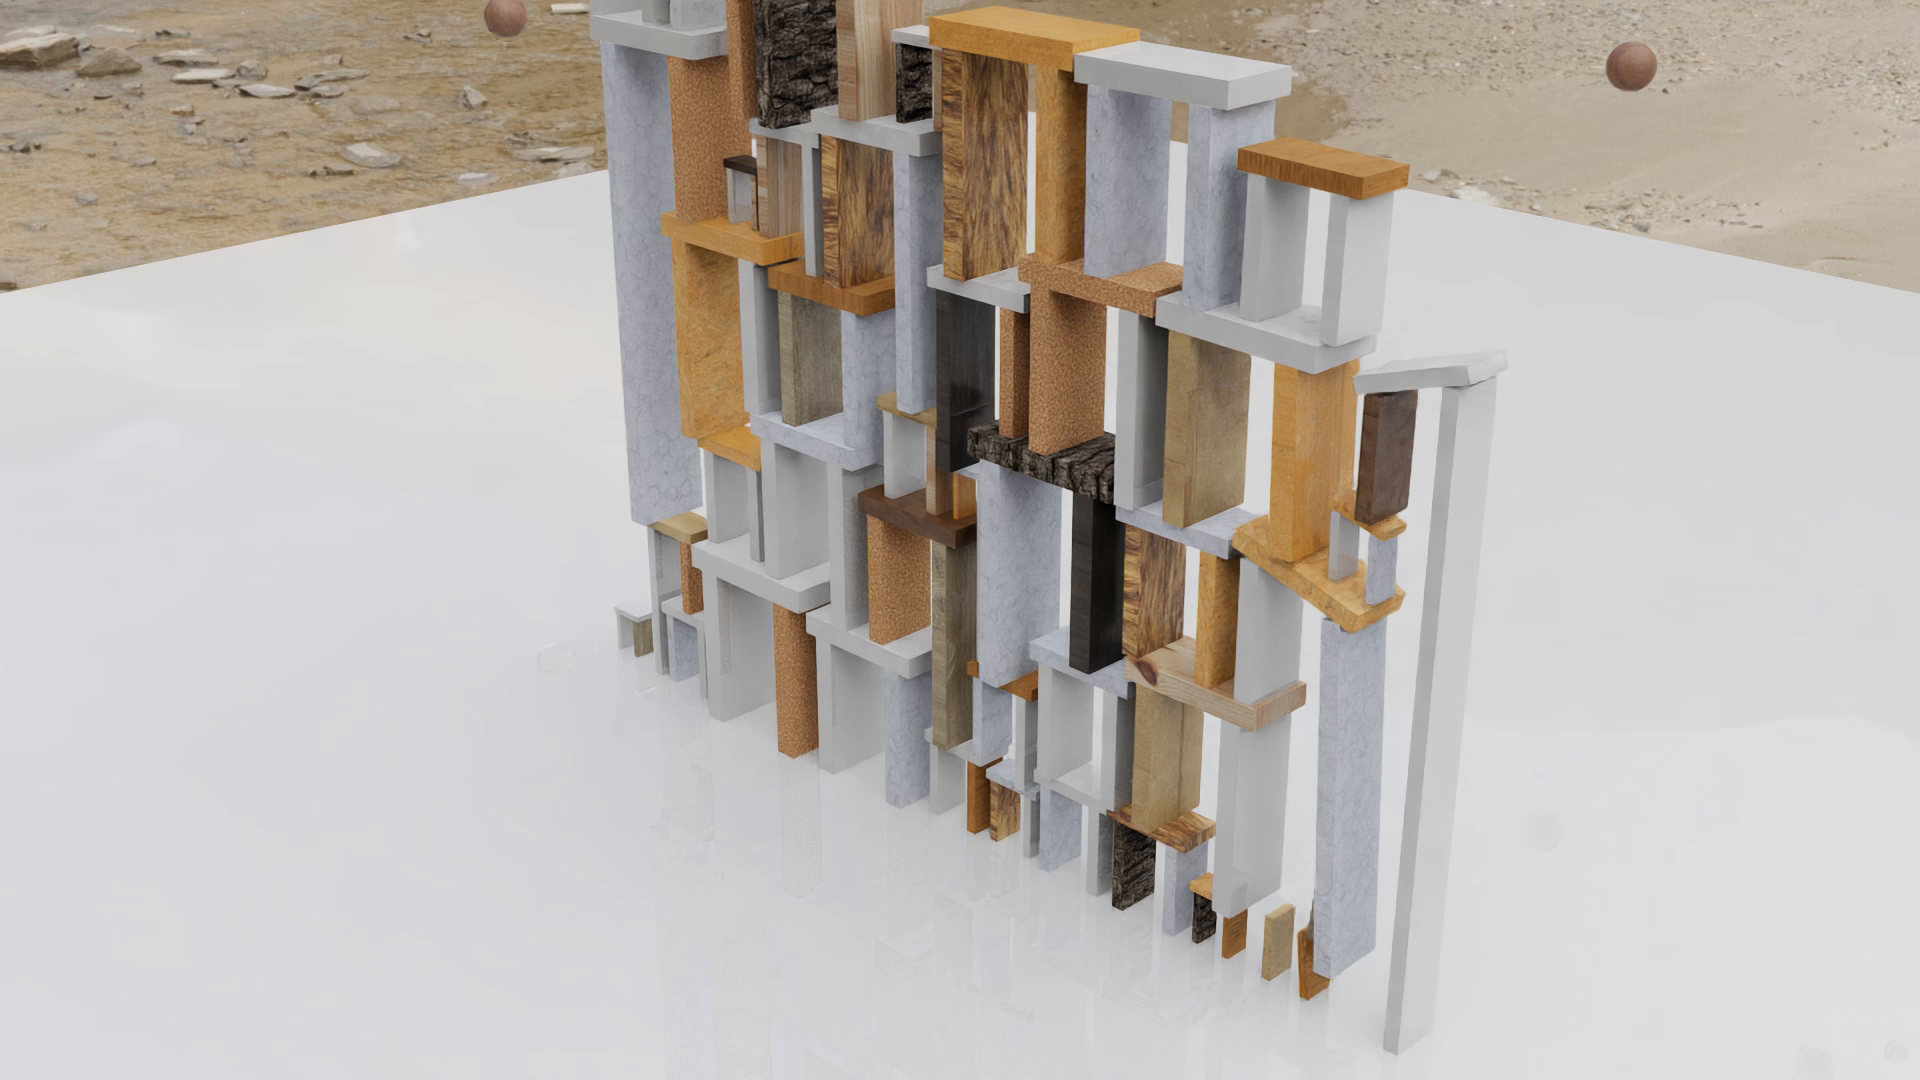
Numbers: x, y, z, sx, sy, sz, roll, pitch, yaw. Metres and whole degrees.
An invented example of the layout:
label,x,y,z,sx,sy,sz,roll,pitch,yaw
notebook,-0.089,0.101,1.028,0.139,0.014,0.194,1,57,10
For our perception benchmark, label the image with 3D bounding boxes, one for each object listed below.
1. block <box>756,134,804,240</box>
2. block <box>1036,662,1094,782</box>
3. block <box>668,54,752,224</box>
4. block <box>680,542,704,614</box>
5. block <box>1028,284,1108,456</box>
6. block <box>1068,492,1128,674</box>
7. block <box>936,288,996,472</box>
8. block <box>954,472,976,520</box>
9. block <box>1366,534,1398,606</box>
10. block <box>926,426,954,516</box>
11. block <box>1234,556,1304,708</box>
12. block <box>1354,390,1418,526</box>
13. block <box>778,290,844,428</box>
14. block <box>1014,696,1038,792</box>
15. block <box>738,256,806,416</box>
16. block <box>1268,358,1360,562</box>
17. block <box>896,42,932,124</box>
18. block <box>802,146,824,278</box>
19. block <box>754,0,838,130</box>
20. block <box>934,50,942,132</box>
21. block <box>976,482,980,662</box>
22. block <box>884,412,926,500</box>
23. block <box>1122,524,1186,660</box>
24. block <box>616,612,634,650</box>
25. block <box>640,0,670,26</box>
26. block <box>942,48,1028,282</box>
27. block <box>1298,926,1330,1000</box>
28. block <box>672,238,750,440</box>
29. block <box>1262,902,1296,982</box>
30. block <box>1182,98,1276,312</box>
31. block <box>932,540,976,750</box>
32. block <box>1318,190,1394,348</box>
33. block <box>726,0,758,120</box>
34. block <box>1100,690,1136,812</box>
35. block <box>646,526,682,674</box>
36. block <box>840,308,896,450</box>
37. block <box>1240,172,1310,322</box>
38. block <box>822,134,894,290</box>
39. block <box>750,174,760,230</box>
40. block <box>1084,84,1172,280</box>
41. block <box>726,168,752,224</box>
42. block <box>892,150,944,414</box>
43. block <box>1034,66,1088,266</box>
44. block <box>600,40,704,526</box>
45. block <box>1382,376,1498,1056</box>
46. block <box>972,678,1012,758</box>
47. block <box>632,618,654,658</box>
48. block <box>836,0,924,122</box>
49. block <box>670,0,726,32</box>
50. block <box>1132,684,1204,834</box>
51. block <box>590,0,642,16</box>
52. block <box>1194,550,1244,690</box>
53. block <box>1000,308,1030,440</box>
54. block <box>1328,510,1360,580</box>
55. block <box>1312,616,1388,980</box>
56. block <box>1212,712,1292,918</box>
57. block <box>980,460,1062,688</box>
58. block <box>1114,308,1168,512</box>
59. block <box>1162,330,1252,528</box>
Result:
label,x,y,z,sx,sy,sz,roll,pitch,yaw
block,-0.348,-0.700,4.307,0.102,0.203,0.029,-21,31,-41
block,0.200,0.325,4.150,0.034,0.239,0.120,21,31,41
block,-0.498,-0.817,4.419,0.165,0.330,0.047,-21,31,-40
block,-0.577,0.072,4.885,0.025,0.174,0.087,21,31,41
block,0.191,-0.315,3.878,0.043,0.305,0.153,21,31,41
block,0.275,0.055,3.955,0.048,0.341,0.171,21,31,41
block,0.011,-0.307,4.080,0.034,0.349,0.120,21,31,40
block,0.009,-0.090,4.169,0.047,0.094,0.013,-21,31,-41
block,0.672,0.041,3.500,0.016,0.116,0.058,19,28,42
block,-0.024,-0.143,4.188,0.088,0.176,0.025,-21,31,-40
block,0.524,0.138,3.710,0.131,0.262,0.037,-21,31,-40
block,0.667,-0.137,3.437,0.030,0.209,0.104,21,30,40
block,-0.293,-0.376,4.384,0.138,0.275,0.039,-21,31,-41
block,0.145,0.378,4.225,0.024,0.200,0.086,21,31,41
block,-0.366,-0.425,4.445,0.160,0.320,0.045,-21,31,-40
block,0.570,-0.143,3.543,0.162,0.324,0.046,-21,29,-40
block,-0.082,-0.829,3.966,0.072,0.143,0.020,-21,31,-40
block,-0.253,-0.640,4.229,0.102,0.254,0.029,-21,31,-40
block,-0.306,-0.986,4.142,0.049,0.393,0.172,21,31,41
block,-0.015,-0.802,3.903,0.072,0.143,0.020,-21,32,-40
block,0.053,0.057,4.183,0.047,0.375,0.013,-21,31,-41
block,-0.107,-0.175,4.265,0.025,0.176,0.088,21,31,41
block,0.344,0.073,3.881,0.125,0.249,0.035,-21,31,-40
block,-0.781,0.206,5.157,0.013,0.092,0.046,21,31,41
block,-0.573,-1.158,4.348,0.037,0.260,0.130,21,31,41
block,0.045,-0.675,3.892,0.047,0.407,0.166,21,31,40
block,0.621,0.736,3.862,0.064,0.128,0.018,-21,24,-41
block,-0.516,-0.435,4.604,0.160,0.426,0.045,-21,31,-40
block,0.566,0.715,3.912,0.018,0.128,0.064,21,31,41
block,0.430,-0.545,3.522,0.159,0.328,0.045,-21,31,-40
block,0.008,0.189,4.292,0.135,0.438,0.038,-21,31,-41
block,0.609,-0.424,3.374,0.118,0.236,0.033,-21,32,-40
block,-0.385,-1.018,4.204,0.037,0.406,0.130,20,30,40
block,0.313,0.369,4.046,0.034,0.239,0.120,21,31,41
block,-0.659,0.127,4.997,0.025,0.363,0.087,21,31,41
block,-0.164,-0.325,4.265,0.138,0.275,0.039,-21,31,-41
block,0.499,-0.472,3.476,0.118,0.236,0.033,-21,32,-40
block,-0.191,-0.633,4.165,0.145,0.291,0.041,-21,31,-40
block,-0.388,-0.674,4.363,0.016,0.112,0.056,22,31,40
block,0.279,-0.608,3.660,0.159,0.318,0.045,-22,31,-40
block,-0.439,-0.695,4.413,0.056,0.112,0.016,-21,30,-40
block,-0.053,-0.487,4.078,0.145,0.492,0.041,-21,31,-40
block,0.203,-0.647,3.734,0.167,0.333,0.047,-22,31,-40
block,-0.654,-0.544,4.703,0.047,1.054,0.165,21,31,41
block,0.764,0.307,3.522,0.030,1.183,0.104,21,31,41
block,0.064,0.333,4.294,0.085,0.171,0.024,-21,31,-41
block,-0.737,0.223,5.118,0.013,0.092,0.046,21,31,41
block,-0.144,-0.945,3.983,0.049,0.344,0.172,21,31,41
block,-0.507,-1.133,4.288,0.037,0.261,0.131,21,31,40
block,0.377,0.371,3.974,0.041,0.291,0.145,21,31,41
block,-0.696,-1.206,4.461,0.037,0.260,0.130,21,31,41
block,0.460,0.119,3.771,0.125,0.249,0.035,-21,31,-40
block,0.125,-0.313,3.955,0.034,0.240,0.120,21,31,41
block,0.619,0.002,3.541,0.058,0.116,0.016,-21,29,-41
block,0.653,0.421,3.689,0.131,0.659,0.037,-21,28,-40
block,0.513,0.467,3.865,0.145,0.382,0.041,-21,31,-40
block,0.114,0.042,4.124,0.048,0.449,0.171,21,31,41
block,0.334,-0.238,3.755,0.153,0.351,0.043,-21,31,-40
block,0.415,-0.203,3.689,0.162,0.338,0.046,-21,31,-40
